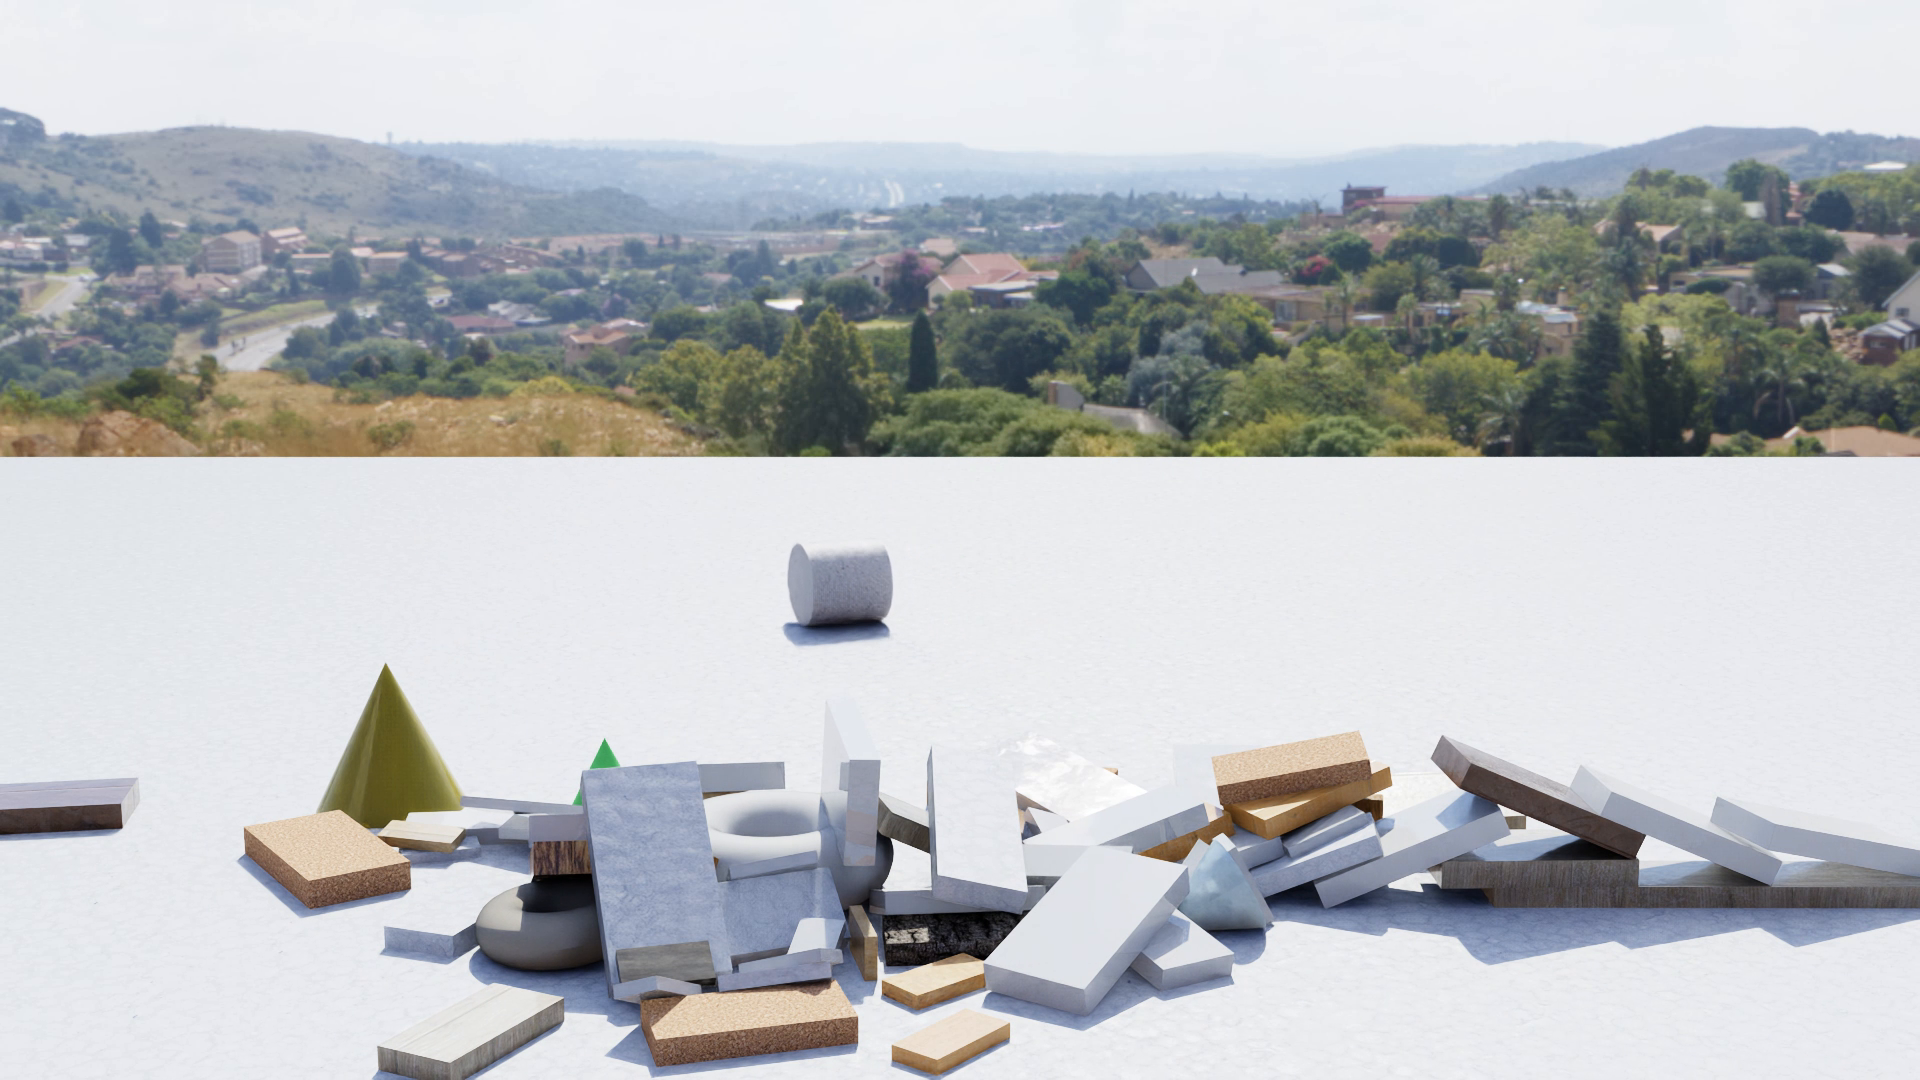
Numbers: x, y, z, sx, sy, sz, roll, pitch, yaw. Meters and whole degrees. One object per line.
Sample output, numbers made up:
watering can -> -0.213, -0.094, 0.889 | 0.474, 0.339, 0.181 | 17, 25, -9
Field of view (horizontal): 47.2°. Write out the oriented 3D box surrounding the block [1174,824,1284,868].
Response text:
block -> 0.405, 0.535, 3.685 | 0.248, 0.035, 0.124 | -18, 14, -8

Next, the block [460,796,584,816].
block -> -0.701, 0.474, 3.849 | 0.387, 0.019, 0.068 | 1, -14, 27

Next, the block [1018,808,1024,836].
block -> 0.040, 0.482, 3.849 | 0.142, 0.040, 0.284 | 25, 1, 3

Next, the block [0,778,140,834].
block -> -1.707, 0.493, 4.060 | 0.336, 0.048, 0.168 | -2, 11, -10

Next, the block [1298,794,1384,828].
block -> 0.606, 0.500, 3.815 | 0.248, 0.124, 0.035 | 2, 11, 10

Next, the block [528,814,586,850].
block -> -0.619, 0.497, 3.676 | 0.178, 0.050, 0.355 | -1, -11, -8

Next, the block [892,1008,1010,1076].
block -> -0.012, 0.694, 3.046 | 0.081, 0.023, 0.162 | 8, 13, 38

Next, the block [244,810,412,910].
block -> -1.090, 0.545, 3.778 | 0.173, 0.049, 0.346 | -7, 13, -34

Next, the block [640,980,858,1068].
block -> -0.297, 0.677, 3.090 | 0.283, 0.040, 0.141 | -3, 11, -16

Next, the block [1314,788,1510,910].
block -> 0.737, 0.503, 3.653 | 0.324, 0.046, 0.162 | -23, 10, 6

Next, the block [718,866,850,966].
block -> -0.306, 0.585, 3.396 | 0.249, 0.035, 0.125 | -5, 54, -24

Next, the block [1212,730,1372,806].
block -> 0.565, 0.389, 3.760 | 0.259, 0.037, 0.130 | -11, 16, 6

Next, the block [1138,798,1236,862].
block -> 0.307, 0.516, 3.712 | 0.283, 0.040, 0.141 | -21, 14, -20

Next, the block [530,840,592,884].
block -> -0.599, 0.520, 3.538 | 0.178, 0.050, 0.355 | 0, -11, -12

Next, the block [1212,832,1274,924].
block -> 0.456, 0.545, 3.540 | 0.020, 0.142, 0.071 | -30, 14, -4

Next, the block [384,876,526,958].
block -> -0.795, 0.600, 3.517 | 0.125, 0.035, 0.249 | 4, 11, 20

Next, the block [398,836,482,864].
block -> -0.913, 0.545, 3.859 | 0.135, 0.019, 0.068 | -4, 11, -18

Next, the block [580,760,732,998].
block -> -0.463, 0.508, 3.329 | 0.178, 0.050, 0.355 | -3, 56, -17

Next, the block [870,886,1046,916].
block -> -0.005, 0.574, 3.515 | 0.259, 0.037, 0.130 | 0, -8, -13

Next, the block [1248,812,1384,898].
block -> 0.574, 0.528, 3.646 | 0.248, 0.035, 0.124 | -22, 7, 10

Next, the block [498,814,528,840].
block -> -0.766, 0.503, 3.917 | 0.067, 0.019, 0.135 | 2, 11, 8

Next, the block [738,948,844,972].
block -> -0.247, 0.620, 3.219 | 0.136, 0.019, 0.068 | -15, -18, 21

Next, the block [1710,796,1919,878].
block -> 1.431, 0.494, 3.659 | 0.315, 0.045, 0.157 | 11, 7, -18

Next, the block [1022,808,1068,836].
block -> 0.167, 0.520, 3.825 | 0.075, 0.021, 0.149 | 17, 18, -23

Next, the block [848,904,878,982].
block -> -0.148, 0.614, 3.353 | 0.020, 0.069, 0.139 | -2, 11, -12

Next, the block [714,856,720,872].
block -> -0.430, 0.563, 3.475 | 0.068, 0.135, 0.019 | 5, -21, 27

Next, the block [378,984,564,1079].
block -> -0.677, 0.686, 3.058 | 0.125, 0.035, 0.249 | 5, 12, 26

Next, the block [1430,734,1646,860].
block -> 0.953, 0.424, 3.635 | 0.324, 0.046, 0.162 | 22, 9, -8

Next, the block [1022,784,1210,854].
block -> 0.261, 0.492, 3.693 | 0.283, 0.040, 0.141 | -19, 13, -15

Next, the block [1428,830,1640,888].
block -> 0.944, 0.530, 3.665 | 0.324, 0.046, 0.162 | 0, 11, -2

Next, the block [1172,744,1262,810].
block -> 0.489, 0.468, 4.094 | 0.169, 0.048, 0.338 | 1, 17, 3

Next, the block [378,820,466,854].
block -> -0.944, 0.520, 3.857 | 0.135, 0.019, 0.068 | 5, 17, 8
